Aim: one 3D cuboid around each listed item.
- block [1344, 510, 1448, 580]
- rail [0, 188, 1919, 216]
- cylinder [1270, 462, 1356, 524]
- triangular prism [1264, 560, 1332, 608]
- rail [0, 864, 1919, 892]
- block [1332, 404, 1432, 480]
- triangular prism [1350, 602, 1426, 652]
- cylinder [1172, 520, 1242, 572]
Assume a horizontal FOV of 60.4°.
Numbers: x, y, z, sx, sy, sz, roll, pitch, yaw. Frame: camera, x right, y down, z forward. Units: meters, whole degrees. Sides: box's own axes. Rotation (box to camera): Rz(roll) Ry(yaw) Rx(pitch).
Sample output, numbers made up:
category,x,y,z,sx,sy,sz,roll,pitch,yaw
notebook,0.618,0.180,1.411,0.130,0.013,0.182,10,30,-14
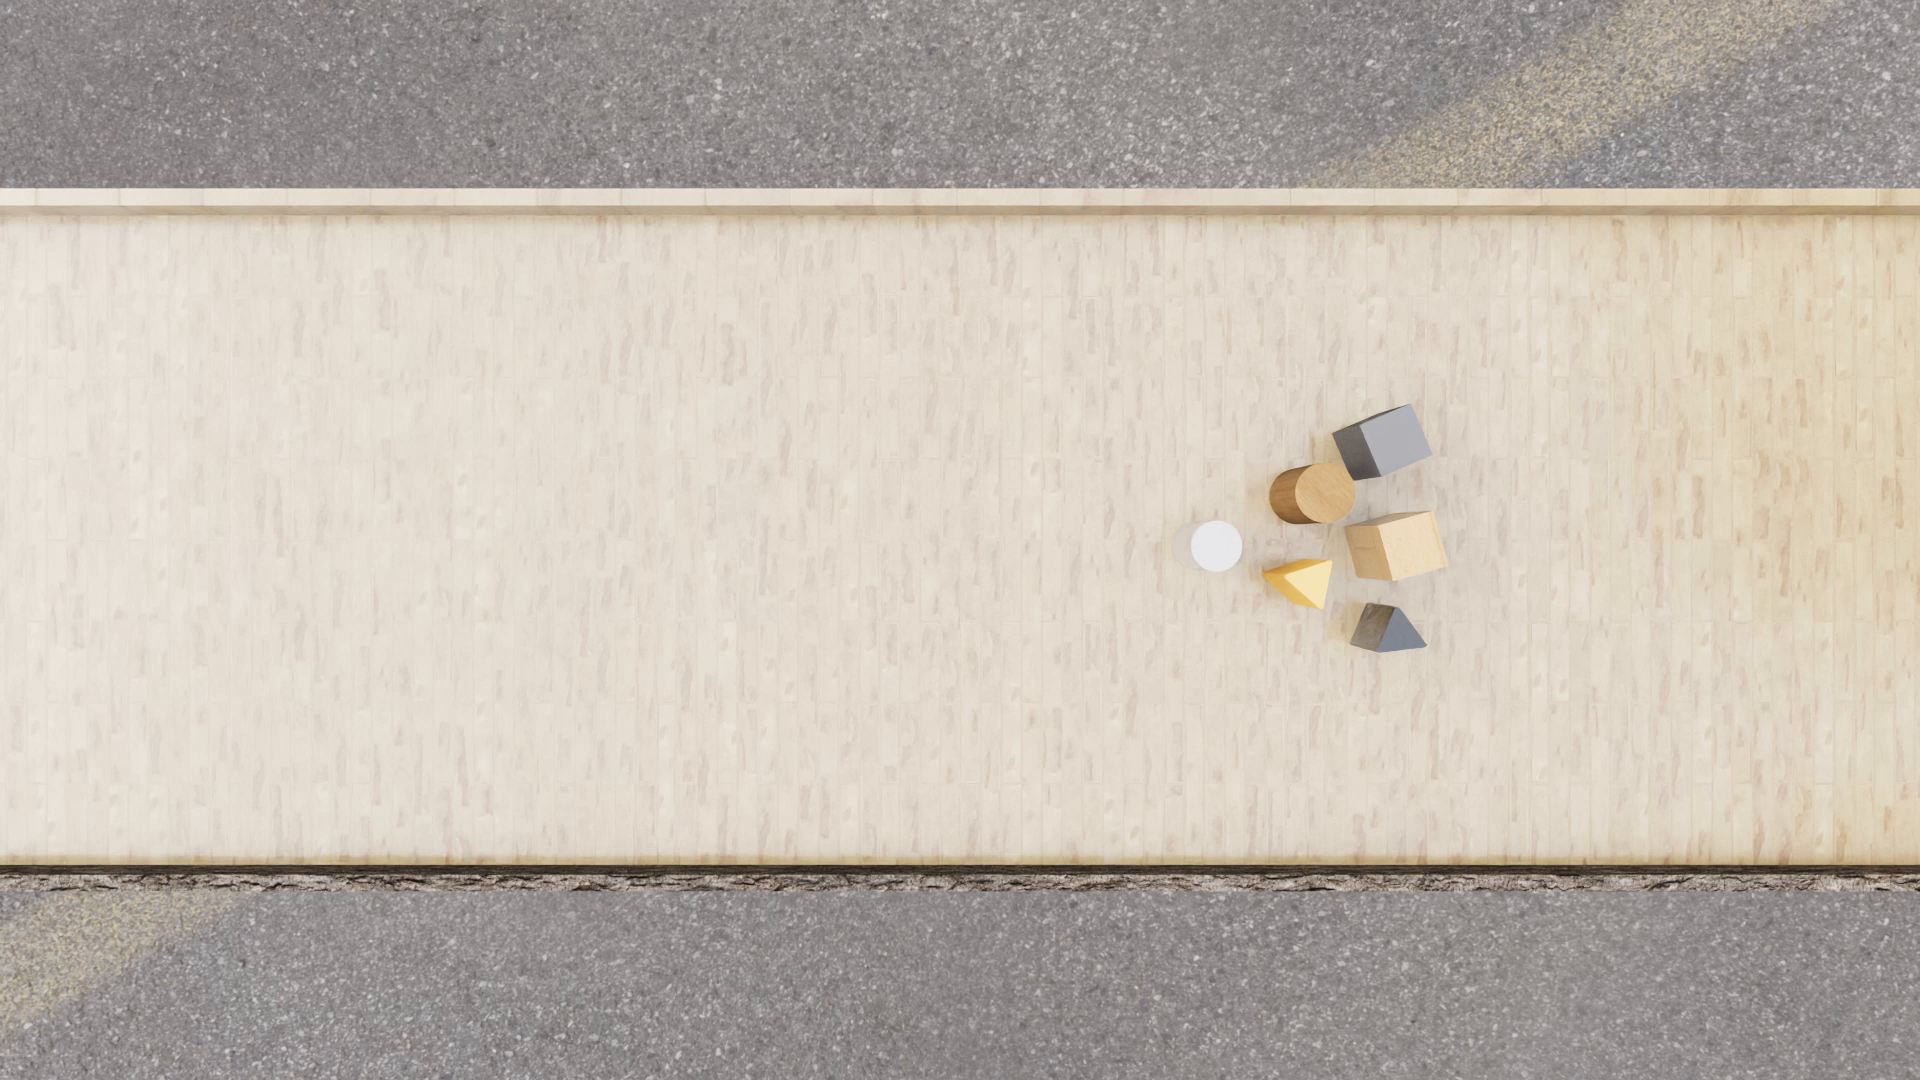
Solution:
category,x,y,z,sx,sy,sz,roll,pitch,yaw
block,1.279,0.016,4.865,0.162,0.422,0.162,-15,90,0
rail,-2.247,-1.025,5.002,12.000,0.150,0.050,0,90,0
cylinder,1.038,-0.134,4.881,0.172,0.392,0.172,0,90,0
triangular prism,1.023,0.105,4.898,0.141,0.358,0.122,42,90,0
rail,-2.247,1.025,5.001,12.000,0.150,0.050,0,90,0
block,1.249,-0.286,4.898,0.160,0.356,0.160,-23,90,0
triangular prism,1.263,0.252,4.907,0.141,0.338,0.123,-7,90,0
cylinder,0.727,0.018,4.872,0.145,0.408,0.145,0,90,0
